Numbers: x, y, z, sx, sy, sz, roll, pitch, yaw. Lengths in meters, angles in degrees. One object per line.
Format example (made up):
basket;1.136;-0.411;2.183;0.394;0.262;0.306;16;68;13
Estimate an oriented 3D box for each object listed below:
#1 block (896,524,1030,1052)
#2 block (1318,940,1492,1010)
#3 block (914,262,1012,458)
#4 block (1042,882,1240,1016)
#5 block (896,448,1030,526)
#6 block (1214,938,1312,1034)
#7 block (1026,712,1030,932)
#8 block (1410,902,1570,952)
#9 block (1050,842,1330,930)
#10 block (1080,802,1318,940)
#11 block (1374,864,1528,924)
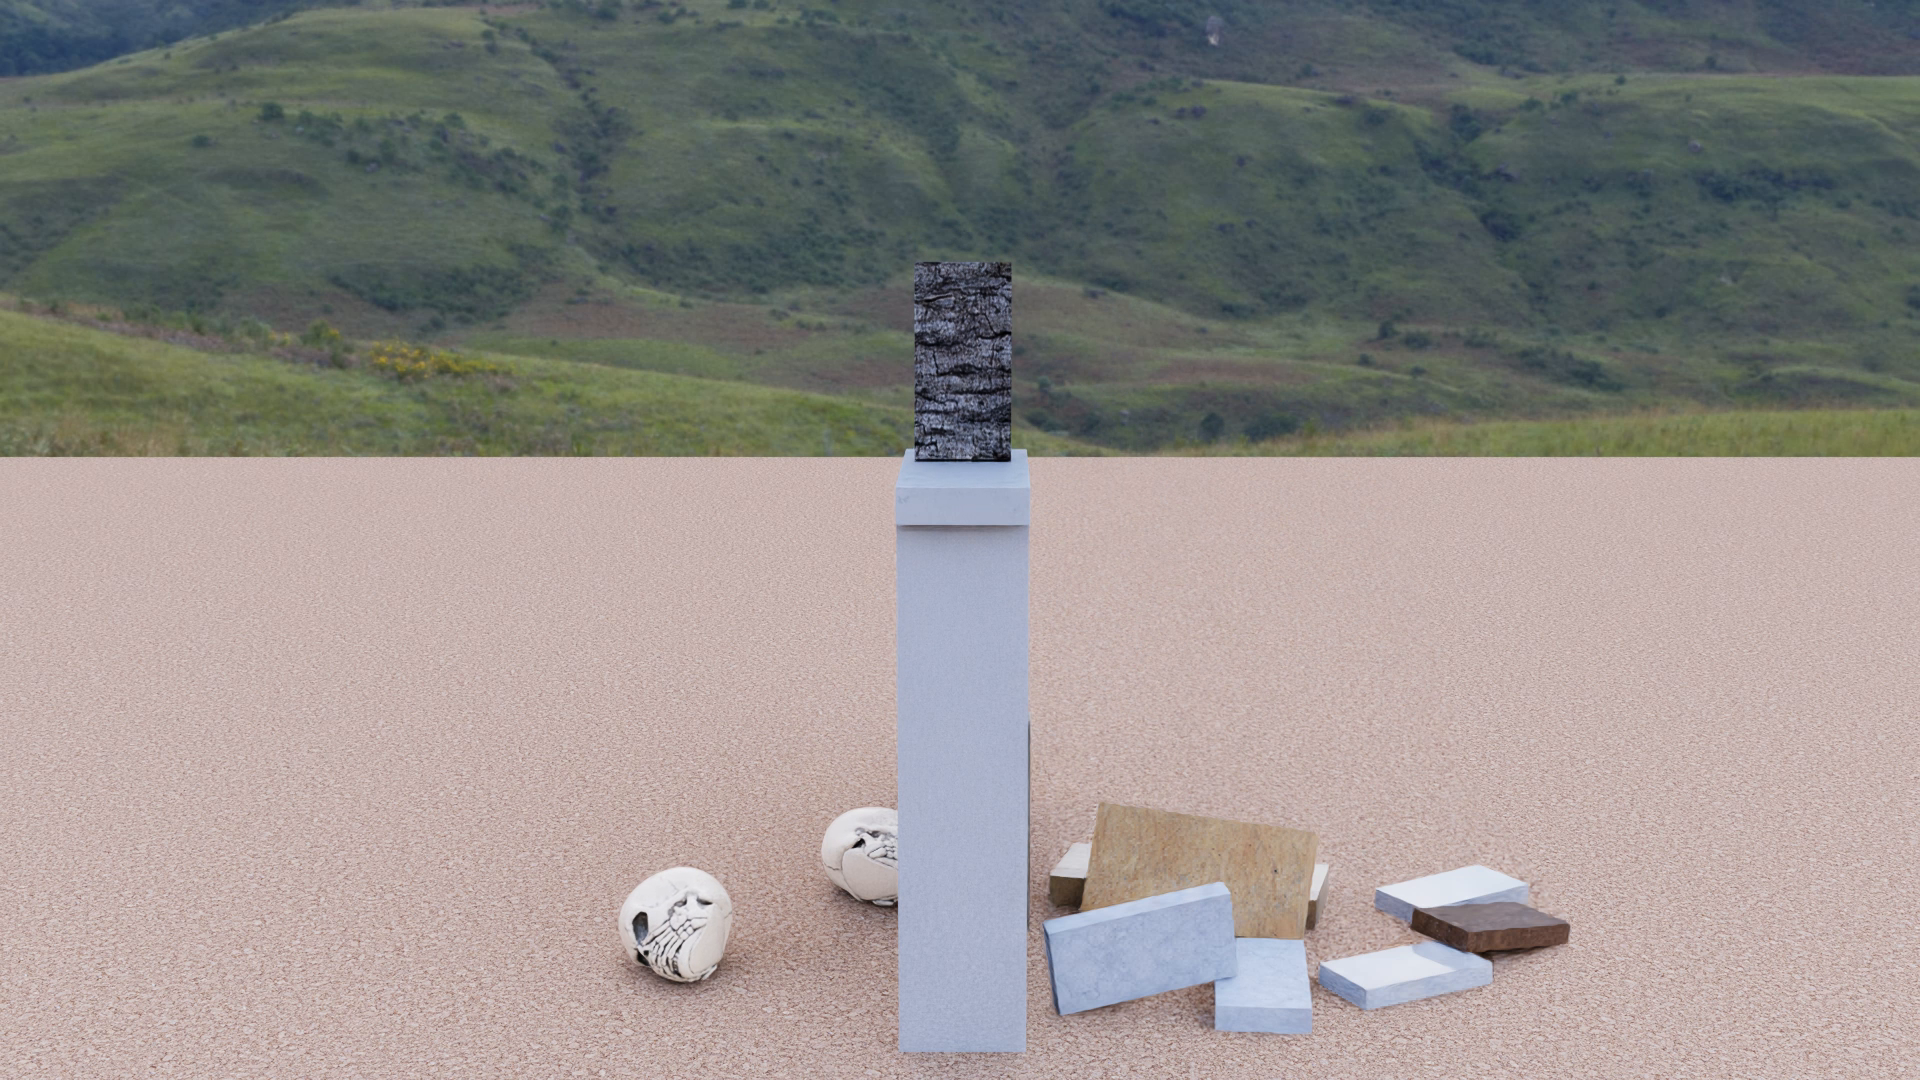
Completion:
block;0.004;0.336;2.993;0.175;0.747;0.050;0;11;0
block;0.664;0.646;3.277;0.230;0.033;0.115;-5;12;-26
block;0.004;-0.251;3.080;0.135;0.273;0.038;0;3;1
block;0.262;0.590;3.175;0.270;0.135;0.038;-11;19;-8
block;0.006;-0.076;3.029;0.176;0.050;0.351;0;10;1
block;0.442;0.652;3.231;0.135;0.038;0.270;1;11;6
block;0.024;0.447;3.489;0.173;0.347;0.049;1;11;3
block;0.826;0.601;3.421;0.230;0.033;0.115;3;8;-35
block;0.381;0.570;3.637;0.435;0.050;0.177;3;11;16
block;0.379;0.531;3.494;0.354;0.177;0.050;5;-15;25
block;0.808;0.584;3.611;0.230;0.033;0.115;-6;12;-31
